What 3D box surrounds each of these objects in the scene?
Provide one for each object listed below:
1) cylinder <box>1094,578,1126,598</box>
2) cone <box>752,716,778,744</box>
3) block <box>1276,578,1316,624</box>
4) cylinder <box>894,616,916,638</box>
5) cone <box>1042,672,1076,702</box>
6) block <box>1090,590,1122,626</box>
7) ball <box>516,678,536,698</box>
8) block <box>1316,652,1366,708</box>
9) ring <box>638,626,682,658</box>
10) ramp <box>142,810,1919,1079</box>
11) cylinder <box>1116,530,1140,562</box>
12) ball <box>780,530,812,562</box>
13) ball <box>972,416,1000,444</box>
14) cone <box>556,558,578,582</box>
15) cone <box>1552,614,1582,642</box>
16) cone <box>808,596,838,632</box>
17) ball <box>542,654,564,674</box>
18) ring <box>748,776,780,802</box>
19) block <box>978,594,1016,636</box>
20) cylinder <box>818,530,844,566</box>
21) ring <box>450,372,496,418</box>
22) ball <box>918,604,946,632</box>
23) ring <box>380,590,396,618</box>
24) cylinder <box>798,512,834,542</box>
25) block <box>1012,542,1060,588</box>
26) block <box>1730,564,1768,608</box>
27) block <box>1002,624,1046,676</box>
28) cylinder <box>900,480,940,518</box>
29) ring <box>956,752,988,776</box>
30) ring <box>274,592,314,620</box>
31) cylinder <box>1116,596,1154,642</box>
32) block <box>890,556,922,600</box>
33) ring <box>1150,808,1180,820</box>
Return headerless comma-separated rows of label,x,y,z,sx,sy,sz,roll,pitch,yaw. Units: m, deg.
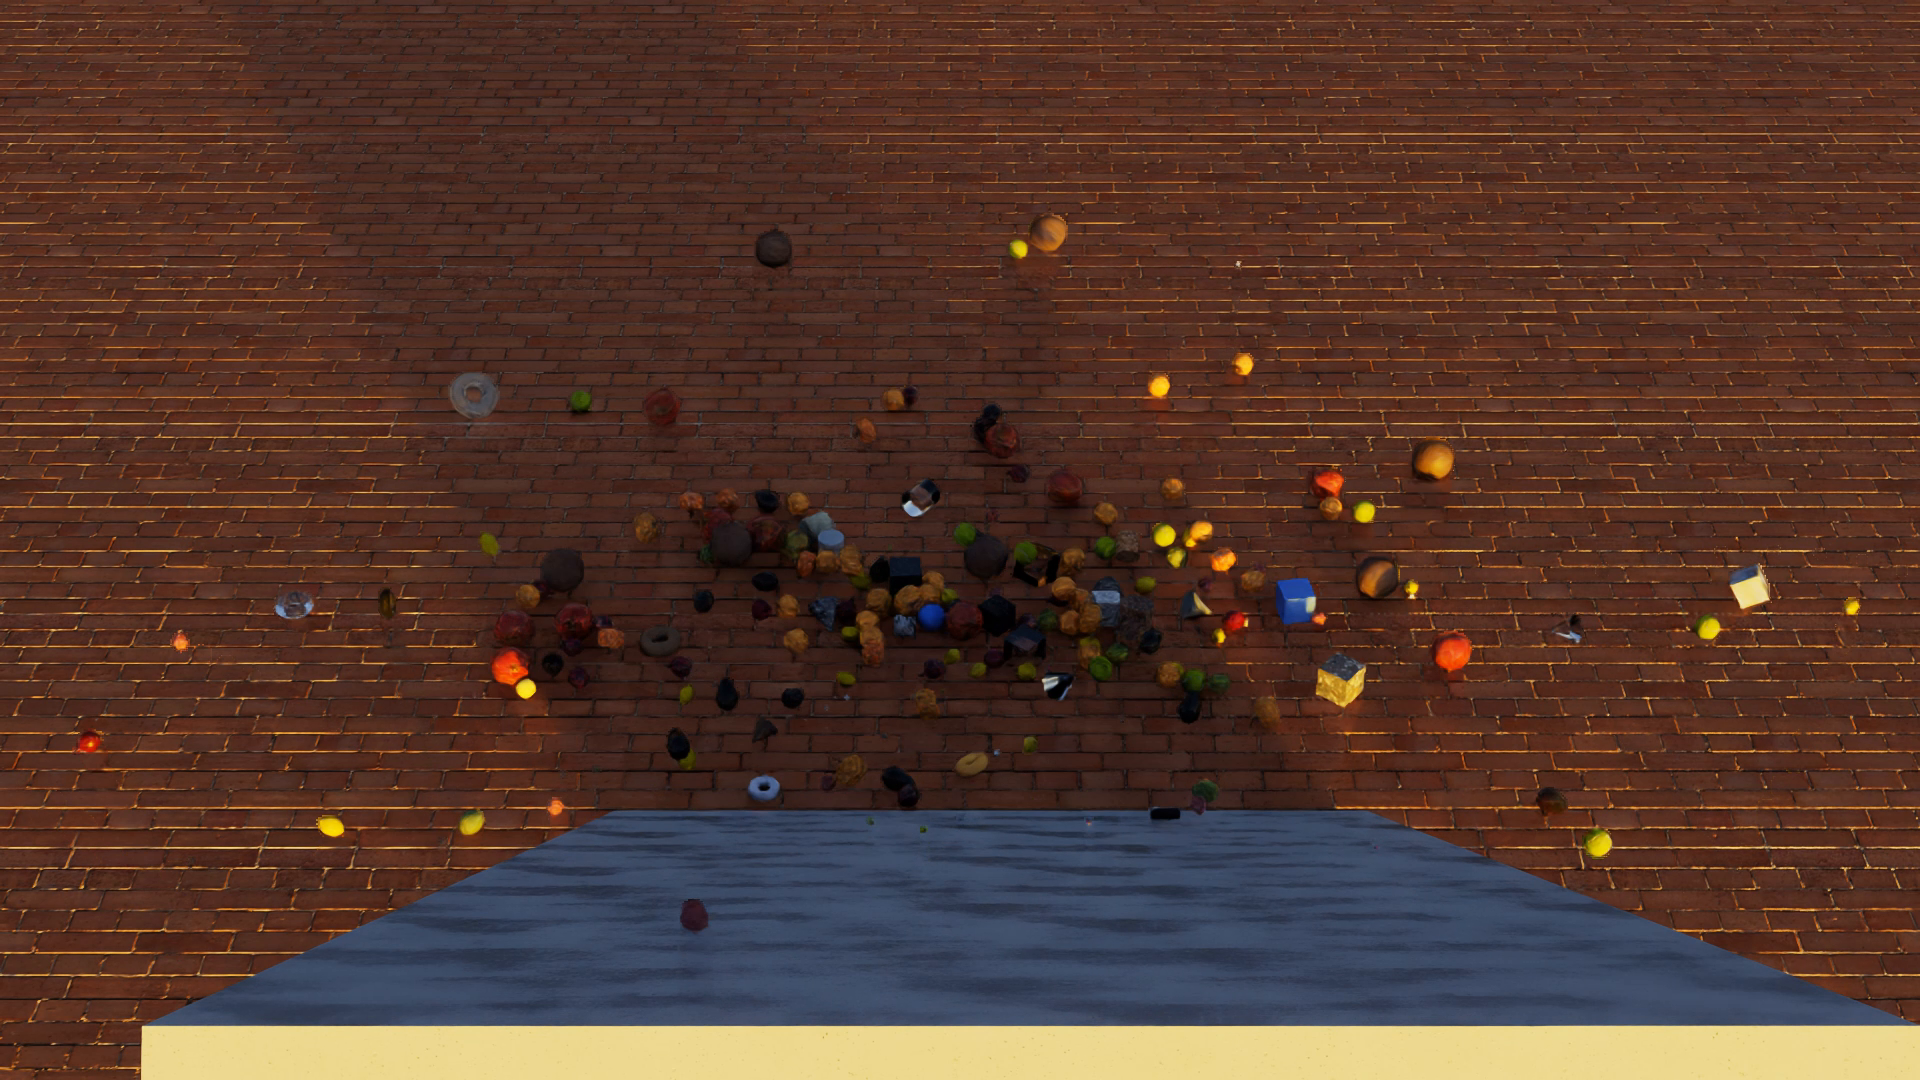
cylinder,0.444,0.161,7.731,0.074,0.074,0.074,-12,27,-16
cone,-0.553,0.536,7.194,0.072,0.072,0.072,30,72,33
block,0.992,0.181,7.691,0.092,0.092,0.092,-6,37,-7
cylinder,-0.161,0.253,7.618,0.062,0.062,0.062,4,37,5
cone,0.297,0.398,7.370,0.089,0.089,0.089,28,46,-33
block,0.431,0.201,7.657,0.077,0.077,0.077,-1,28,-8
ball,-1.234,0.422,7.399,0.055,0.055,0.055,0,37,0
block,1.083,0.397,7.399,0.096,0.096,0.096,27,44,31
ring,-0.874,0.295,7.579,0.125,0.042,0.125,-3,36,2
ramp,0.081,0.683,4.918,2.000,0.100,4.000,0,-2,0
cylinder,0.510,0.019,7.885,0.071,0.071,0.071,2,60,3
ball,-0.498,0.018,7.906,0.094,0.094,0.094,0,37,0
ball,0.084,-0.354,8.407,0.090,0.090,0.090,0,37,0
cone,-1.180,0.099,7.851,0.066,0.066,0.066,-9,65,-12
cone,1.768,0.263,7.627,0.082,0.082,0.082,-6,27,39
cone,-0.390,0.233,7.662,0.097,0.097,0.097,-12,65,-15
ball,-1.172,0.356,7.481,0.062,0.062,0.062,0,37,0
ring,-0.533,0.676,7.078,0.089,0.030,0.089,0,40,0
block,0.108,0.222,7.649,0.076,0.076,0.076,-30,46,-34
cylinder,-0.391,0.023,7.913,0.078,0.078,0.078,0,37,0
ring,-1.454,-0.431,7.776,0.144,0.048,0.144,9,69,-25
ball,-0.083,0.228,7.635,0.083,0.083,0.083,0,37,0
ring,-1.678,0.186,7.628,0.029,0.086,0.086,-6,36,9
cylinder,-0.443,-0.039,7.996,0.078,0.078,0.078,-24,43,-29
block,0.231,0.074,7.812,0.093,0.093,0.093,25,25,30
block,2.322,0.137,7.649,0.083,0.083,0.083,-22,16,24
block,0.187,0.316,7.512,0.090,0.090,0.090,26,44,31
cylinder,-0.123,-0.129,8.081,0.088,0.088,0.088,22,44,27
ring,0.032,0.616,7.138,0.096,0.032,0.096,-20,20,8
ring,-1.976,0.194,7.719,0.113,0.038,0.113,0,35,0
cylinder,0.505,0.226,7.502,0.100,0.100,0.100,5,25,-2
block,-0.164,0.115,7.777,0.093,0.093,0.093,-1,37,-2
ring,0.517,0.691,6.567,0.080,0.027,0.080,1,-3,0
